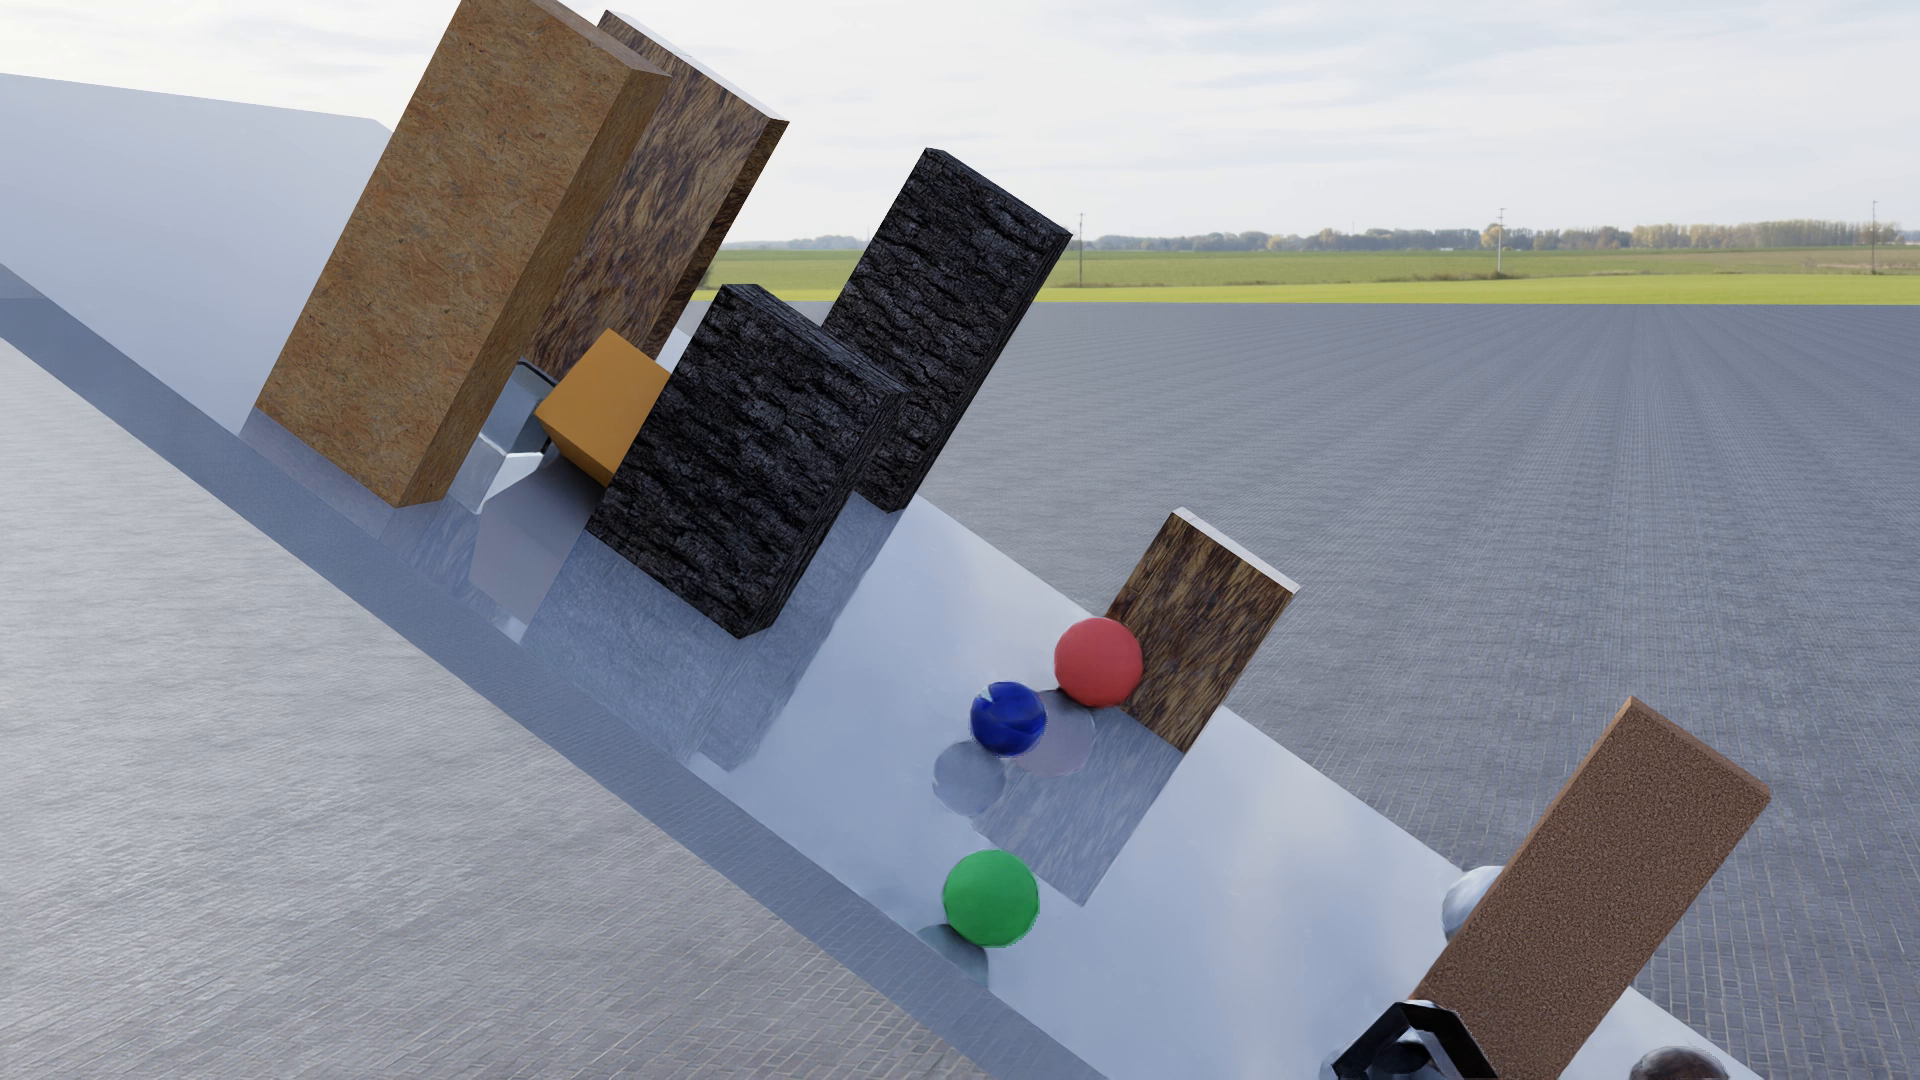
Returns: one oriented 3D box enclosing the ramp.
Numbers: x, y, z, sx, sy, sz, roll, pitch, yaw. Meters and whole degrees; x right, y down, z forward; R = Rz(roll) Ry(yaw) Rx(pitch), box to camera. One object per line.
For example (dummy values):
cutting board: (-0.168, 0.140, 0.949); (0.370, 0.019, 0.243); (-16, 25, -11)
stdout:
ramp: (-0.143, 0.239, 4.107); (4.000, 0.100, 2.000); (35, 15, 11)

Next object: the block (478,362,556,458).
block: (-0.788, -0.233, 3.902); (0.122, 0.122, 0.122); (36, 15, 16)

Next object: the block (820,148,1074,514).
block: (-0.097, -0.457, 4.830); (0.347, 0.718, 0.133); (35, 15, 11)

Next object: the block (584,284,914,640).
block: (-0.360, -0.136, 3.726); (0.334, 0.490, 0.149); (35, 15, 11)

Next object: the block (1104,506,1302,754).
block: (0.459, 0.184, 4.502); (0.294, 0.402, 0.105); (35, 15, 11)

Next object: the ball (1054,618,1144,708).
ball: (0.275, 0.244, 4.380); (0.179, 0.179, 0.179); (0, 7, 0)

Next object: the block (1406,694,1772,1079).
block: (1.038, 0.620, 3.696); (0.263, 0.690, 0.093); (35, 15, 11)

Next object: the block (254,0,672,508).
block: (-0.769, -0.455, 3.380); (0.290, 0.773, 0.142); (35, 15, 11)

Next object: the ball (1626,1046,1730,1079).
ball: (1.290, 1.004, 3.941); (0.192, 0.192, 0.192); (0, 7, 0)

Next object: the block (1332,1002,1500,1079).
block: (0.703, 0.826, 3.372); (0.154, 0.154, 0.154); (19, 29, -40)

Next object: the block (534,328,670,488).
block: (-0.594, -0.208, 3.915); (0.201, 0.201, 0.201); (36, -12, 15)

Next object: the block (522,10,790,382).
block: (-0.680, -0.645, 4.356); (0.403, 0.674, 0.103); (35, 15, 11)

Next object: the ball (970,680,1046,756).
ball: (0.084, 0.312, 3.868); (0.134, 0.134, 0.134); (0, 7, 0)

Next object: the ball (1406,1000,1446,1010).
ball: (0.755, 0.817, 3.603); (0.126, 0.126, 0.126); (0, 7, 0)

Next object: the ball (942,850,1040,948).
ball: (0.044, 0.512, 3.143); (0.138, 0.138, 0.138); (0, 7, 0)

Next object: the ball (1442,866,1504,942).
ball: (0.953, 0.675, 3.913); (0.190, 0.190, 0.190); (0, 7, 0)
